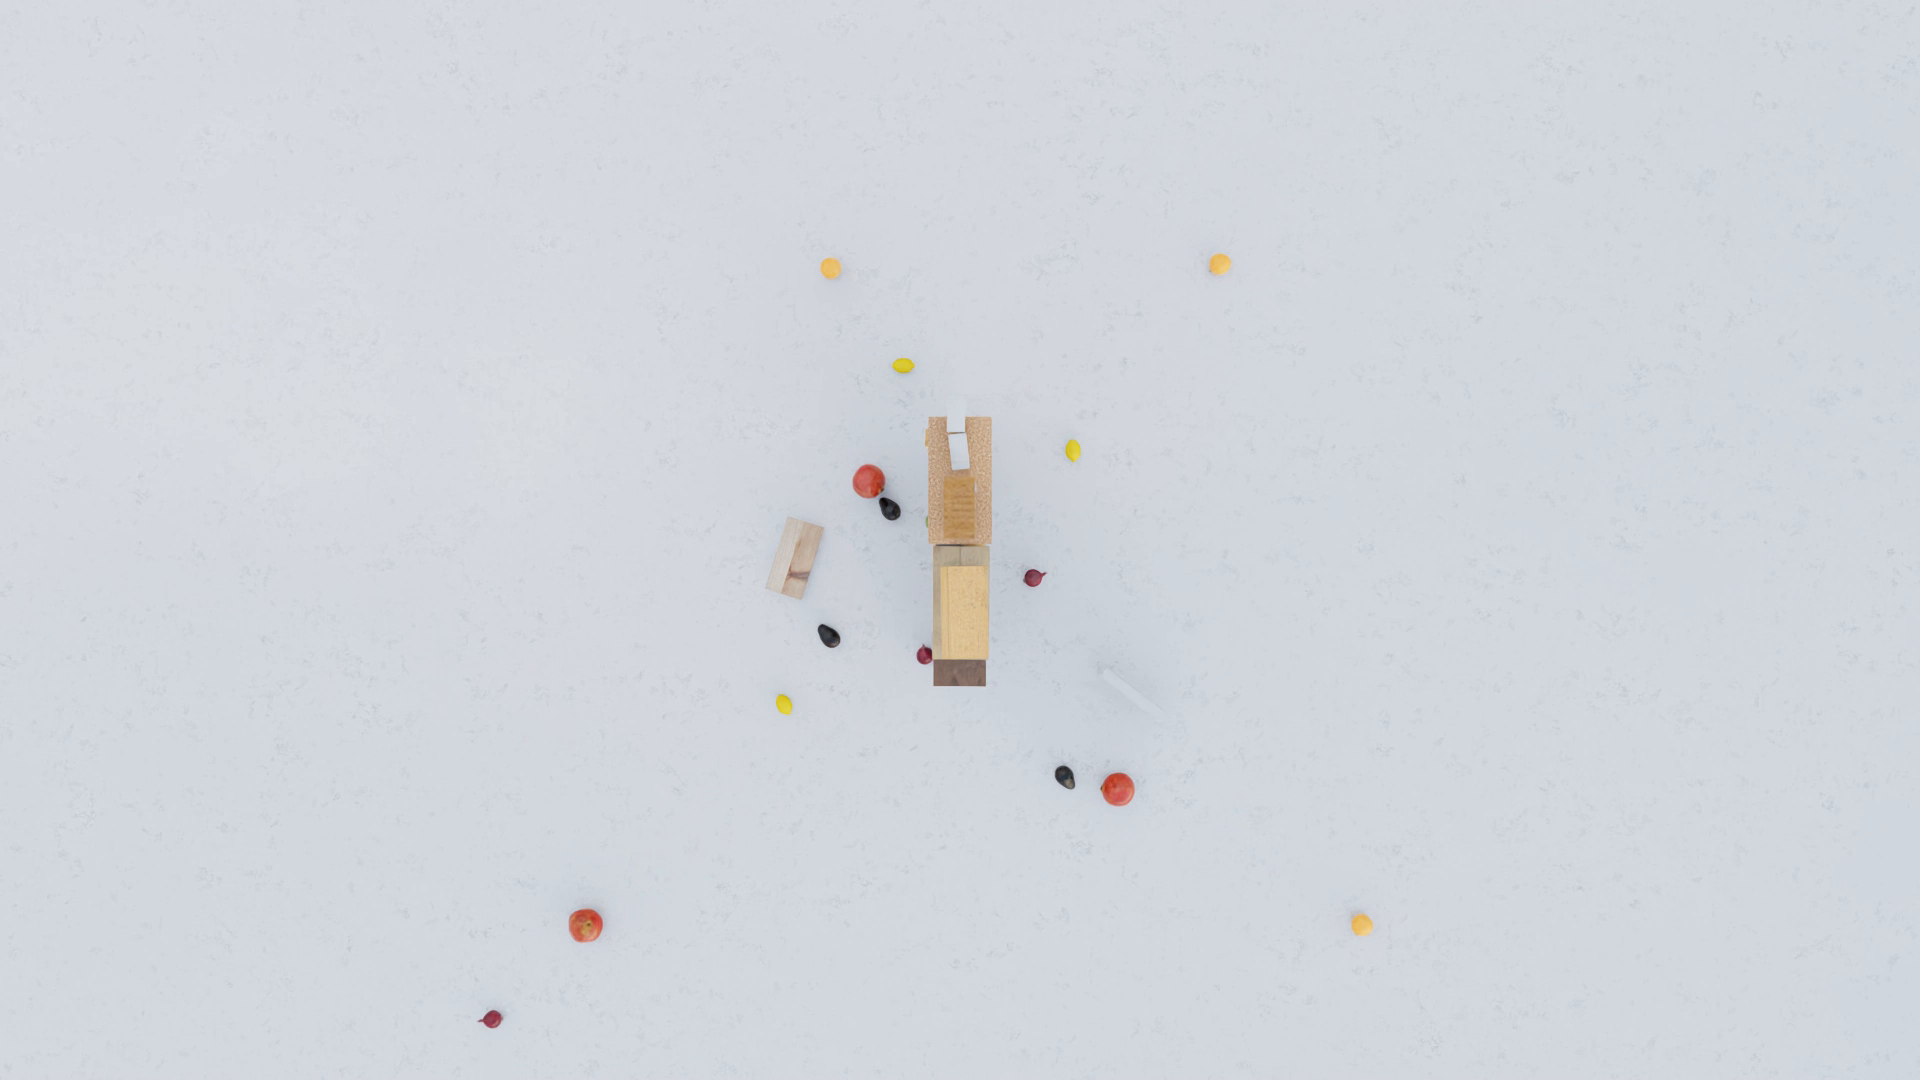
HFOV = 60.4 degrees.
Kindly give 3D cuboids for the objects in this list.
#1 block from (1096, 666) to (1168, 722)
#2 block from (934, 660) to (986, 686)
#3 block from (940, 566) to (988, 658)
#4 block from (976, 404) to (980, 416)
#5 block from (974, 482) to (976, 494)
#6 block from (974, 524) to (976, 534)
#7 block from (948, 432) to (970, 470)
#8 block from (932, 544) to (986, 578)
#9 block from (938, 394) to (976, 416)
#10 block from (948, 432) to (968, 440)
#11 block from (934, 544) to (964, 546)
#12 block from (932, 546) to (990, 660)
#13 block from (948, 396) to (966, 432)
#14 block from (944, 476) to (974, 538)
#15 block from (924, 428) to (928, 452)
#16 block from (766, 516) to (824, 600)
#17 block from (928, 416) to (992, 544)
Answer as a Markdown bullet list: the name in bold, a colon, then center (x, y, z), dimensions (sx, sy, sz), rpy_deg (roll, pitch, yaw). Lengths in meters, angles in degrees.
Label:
- **block**: center (0.568, 0.506, 5.437), dimensions (0.252, 0.126, 0.036), rpy_deg (37, 90, 0)
- **block**: center (0.000, 0.279, 4.926), dimensions (0.157, 0.044, 0.314), rpy_deg (0, 90, 0)
- **block**: center (0.012, 0.197, 4.517), dimensions (0.126, 0.036, 0.252), rpy_deg (-1, 90, 0)
- **block**: center (0.000, -0.397, 5.258), dimensions (0.117, 0.484, 0.033), rpy_deg (0, 90, 0)
- **block**: center (0.003, -0.137, 4.413), dimensions (0.081, 0.162, 0.023), rpy_deg (-2, 90, 0)
- **block**: center (0.000, -0.028, 4.413), dimensions (0.081, 0.162, 0.023), rpy_deg (-2, 89, 0)
- **block**: center (-0.002, -0.241, 4.476), dimensions (0.049, 0.014, 0.097), rpy_deg (-6, 103, 0)
- **block**: center (-0.002, -0.042, 4.913), dimensions (0.157, 0.044, 0.314), rpy_deg (0, 90, 0)
- **block**: center (-0.009, -0.323, 5.000), dimensions (0.117, 0.033, 0.233), rpy_deg (-1, 90, 0)
- **block**: center (-0.007, -0.304, 4.487), dimensions (0.049, 0.014, 0.097), rpy_deg (-4, 90, 0)
- **block**: center (0.006, 0.038, 4.735), dimensions (0.156, 0.311, 0.044), rpy_deg (28, 90, 0)
- **block**: center (0.003, 0.173, 4.557), dimensions (0.156, 0.044, 0.311), rpy_deg (1, 90, 0)
- **block**: center (-0.010, -0.341, 4.473), dimensions (0.049, 0.014, 0.097), rpy_deg (1, 90, 0)
- **block**: center (-0.002, -0.085, 4.320), dimensions (0.081, 0.023, 0.162), rpy_deg (0, 90, 0)
- **block**: center (-0.009, -0.276, 4.763), dimensions (0.174, 0.440, 0.049), rpy_deg (4, 90, 0)
- **block**: center (-0.549, 0.060, 5.482), dimensions (0.126, 0.036, 0.252), rpy_deg (17, 90, 0)
- **block**: center (0.000, -0.163, 4.519), dimensions (0.174, 0.049, 0.347), rpy_deg (0, 90, 0)
